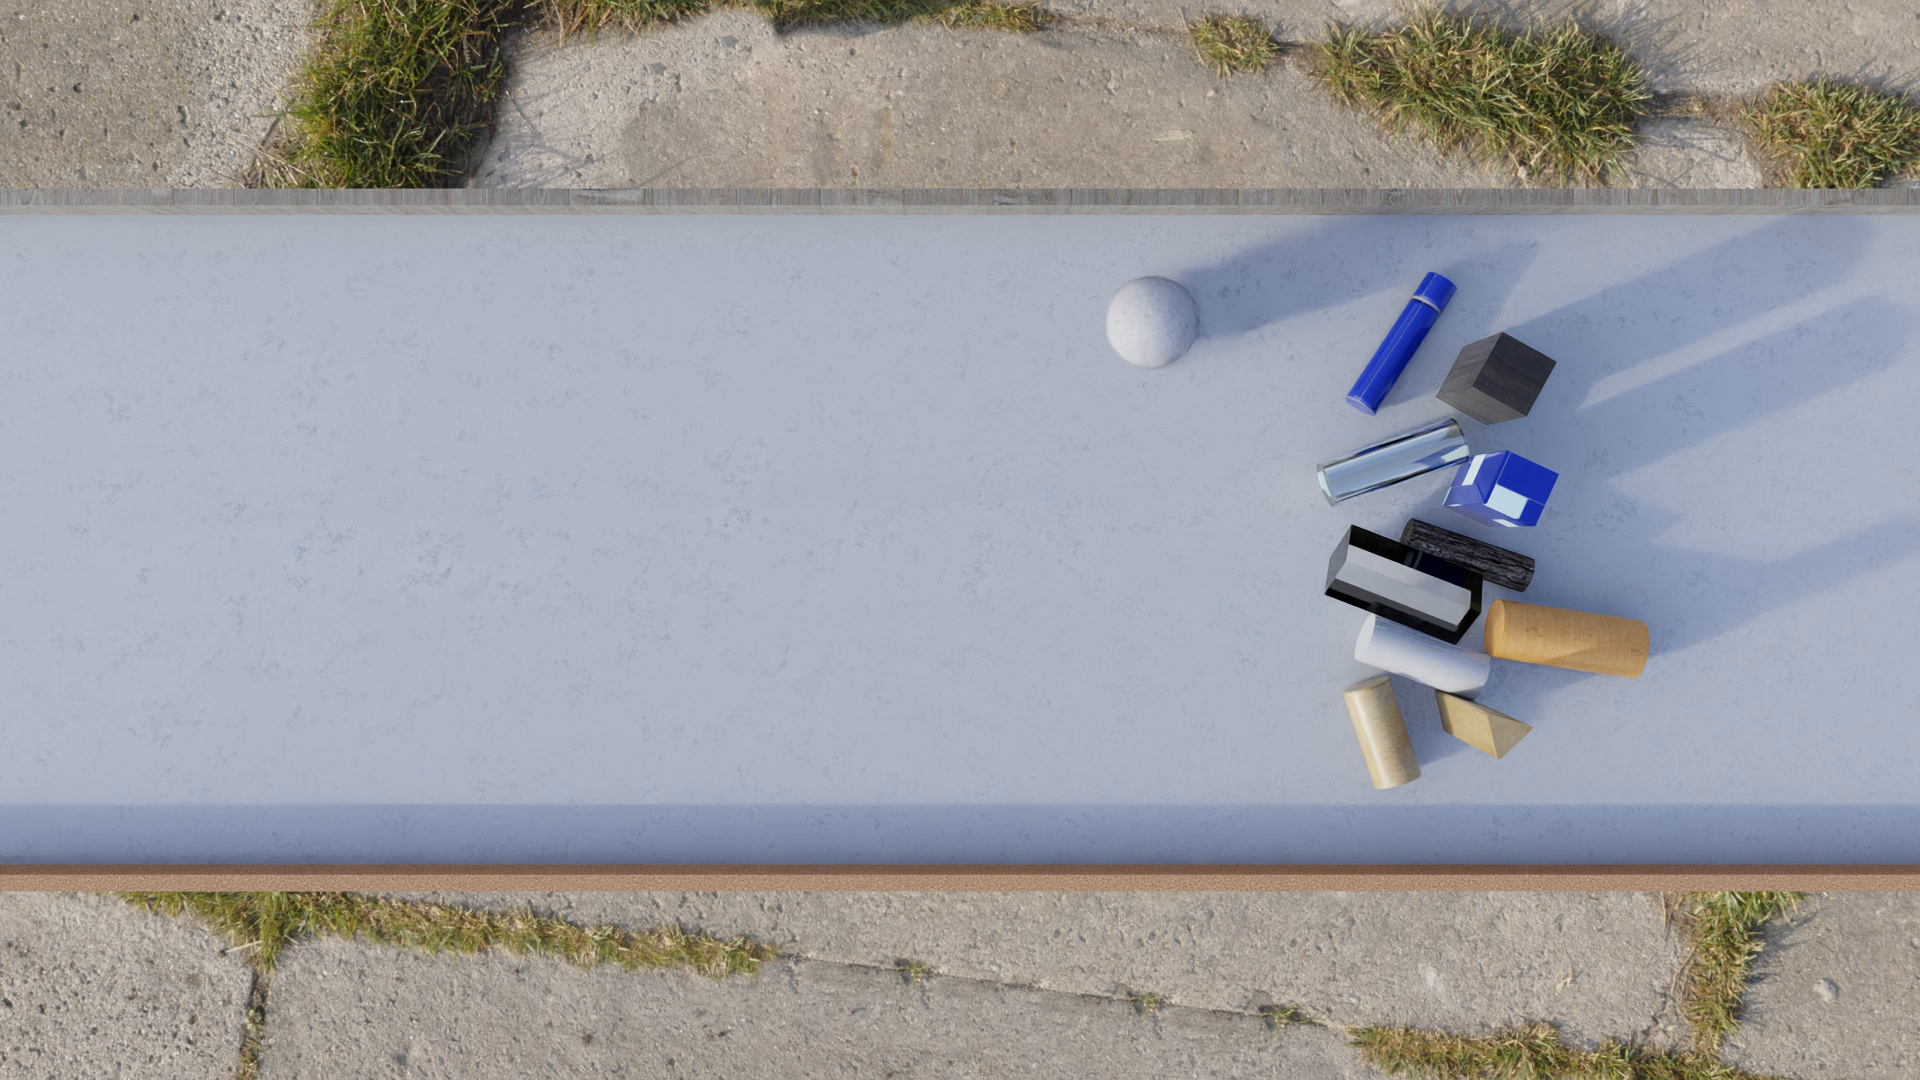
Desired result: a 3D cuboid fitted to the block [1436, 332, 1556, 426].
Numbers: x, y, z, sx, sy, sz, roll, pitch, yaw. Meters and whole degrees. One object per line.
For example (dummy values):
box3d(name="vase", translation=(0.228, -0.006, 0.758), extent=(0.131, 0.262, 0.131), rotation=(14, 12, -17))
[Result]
box3d(name="block", translation=(1.585, -0.474, 4.895), extent=(0.179, 0.364, 0.179), rotation=(29, 90, 0))

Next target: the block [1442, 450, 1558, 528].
box3d(name="block", translation=(1.590, -0.147, 4.874), extent=(0.162, 0.405, 0.162), rotation=(25, 90, 0))

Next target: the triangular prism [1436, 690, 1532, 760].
box3d(name="triangular prism", translation=(1.510, 0.517, 4.847), extent=(0.131, 0.450, 0.114), rotation=(-44, 94, 0))

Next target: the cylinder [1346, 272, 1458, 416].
box3d(name="cylinder", translation=(1.344, -0.597, 5.025), extent=(0.104, 0.104, 0.456), rotation=(33, 90, 0))

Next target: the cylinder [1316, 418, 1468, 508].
box3d(name="cylinder", translation=(1.312, -0.235, 5.006), extent=(0.426, 0.141, 0.141), rotation=(-19, 90, 0))

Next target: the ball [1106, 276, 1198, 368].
box3d(name="ball", translation=(0.576, -0.652, 4.939), extent=(0.275, 0.275, 0.275), rotation=(0, 90, 0))

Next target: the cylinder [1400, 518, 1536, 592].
box3d(name="cylinder", translation=(1.543, 0.046, 5.022), extent=(0.387, 0.109, 0.109), rotation=(19, 90, 0))

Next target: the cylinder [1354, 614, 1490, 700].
box3d(name="cylinder", translation=(1.401, 0.355, 5.001), extent=(0.368, 0.151, 0.151), rotation=(20, 90, 0))

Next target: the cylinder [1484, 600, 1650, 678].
box3d(name="cylinder", translation=(1.831, 0.298, 4.987), extent=(0.436, 0.179, 0.179), rotation=(8, 90, 0))

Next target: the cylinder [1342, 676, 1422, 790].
box3d(name="cylinder", translation=(1.279, 0.584, 5.002), extent=(0.148, 0.148, 0.307), rotation=(-19, 90, 0))

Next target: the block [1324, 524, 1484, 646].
box3d(name="block", translation=(1.335, 0.134, 4.963), extent=(0.425, 0.161, 0.161), rotation=(21, 46, 0))

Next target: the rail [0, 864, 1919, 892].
box3d(name="rail", translation=(-2.247, 1.025, 5.001), extent=(12.000, 0.150, 0.050), rotation=(0, 90, 0))

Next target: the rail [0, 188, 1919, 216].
box3d(name="rail", translation=(-2.247, -1.025, 5.002), extent=(12.000, 0.150, 0.050), rotation=(0, 90, 0))
